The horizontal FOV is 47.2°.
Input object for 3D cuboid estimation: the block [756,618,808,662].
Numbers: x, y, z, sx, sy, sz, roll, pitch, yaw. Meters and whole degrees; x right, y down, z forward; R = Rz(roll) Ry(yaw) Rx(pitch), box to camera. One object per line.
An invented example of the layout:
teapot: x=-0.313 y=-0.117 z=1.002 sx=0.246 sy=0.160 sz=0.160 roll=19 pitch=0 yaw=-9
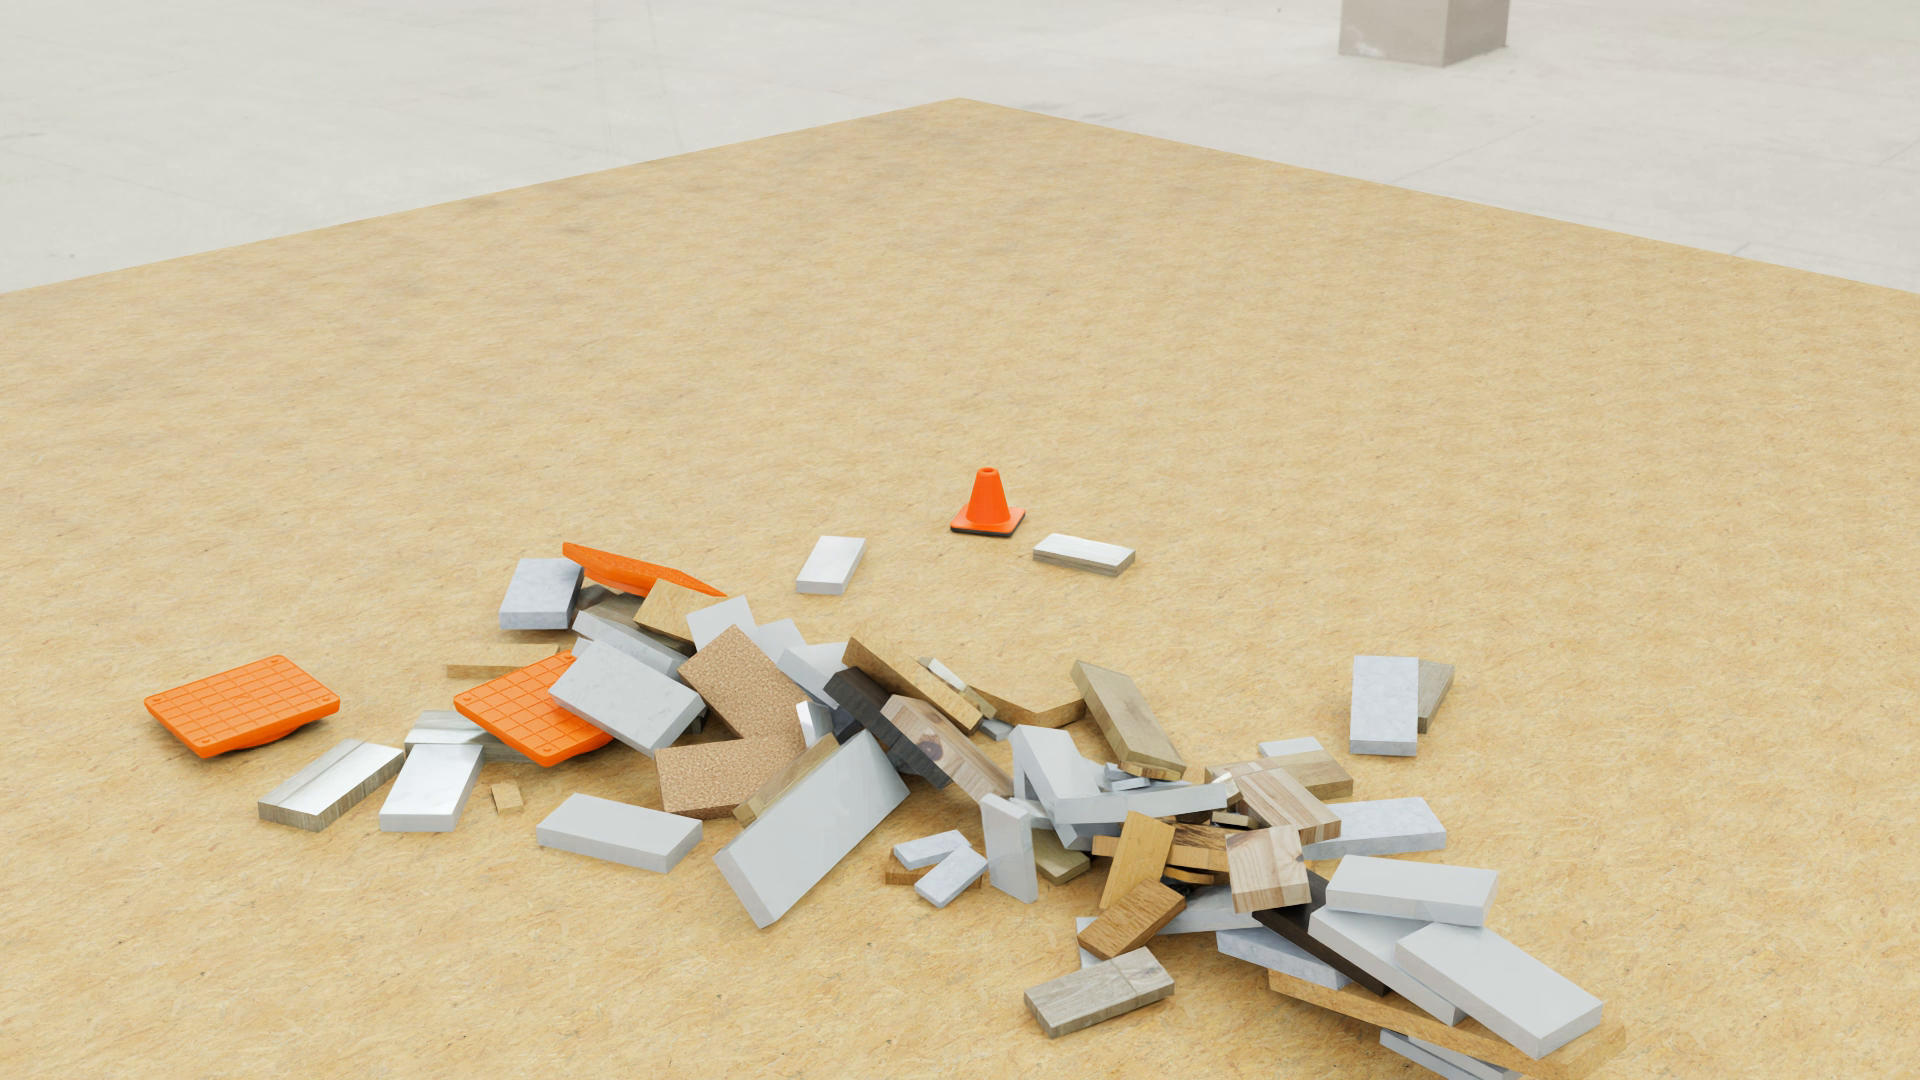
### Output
block: x=-0.384 y=0.296 z=4.877 sx=0.139 sy=0.039 sz=0.277 roll=-15 pitch=48 yaw=-24

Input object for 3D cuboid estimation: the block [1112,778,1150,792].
block: x=0.342 y=0.489 z=4.395 sx=0.063 sy=0.018 sz=0.127 roll=-10 pitch=-9 yaw=9

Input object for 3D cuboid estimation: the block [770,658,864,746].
block: x=-0.355 y=0.367 z=4.725 sx=0.277 sy=0.039 sz=0.139 roll=28 pitch=58 yaw=32

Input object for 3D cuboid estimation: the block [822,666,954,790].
block: x=-0.129 y=0.385 z=4.527 sx=0.317 sy=0.045 sz=0.158 roll=40 pitch=10 yaw=9

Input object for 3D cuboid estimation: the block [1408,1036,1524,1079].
block: x=0.842 y=0.826 z=3.598 sx=0.099 sy=0.028 sz=0.198 roll=-19 pitch=23 yaw=-33

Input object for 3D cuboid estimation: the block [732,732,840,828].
block: x=-0.305 y=0.521 z=4.335 sx=0.045 sy=0.160 sz=0.320 roll=-31 pitch=4 yaw=34

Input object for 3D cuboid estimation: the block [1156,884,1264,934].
block: x=0.489 y=0.663 z=3.981 sx=0.140 sy=0.040 sz=0.280 roll=-20 pitch=1 yaw=-39

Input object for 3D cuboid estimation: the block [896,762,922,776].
block: x=-0.092 y=0.472 z=4.604 sx=0.092 sy=0.013 sz=0.046 roll=11 pitch=30 yaw=-1

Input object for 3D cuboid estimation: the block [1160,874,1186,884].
block: x=0.396 y=0.633 z=4.199 sx=0.059 sy=0.017 sz=0.119 roll=-2 pitch=6 yaw=-10

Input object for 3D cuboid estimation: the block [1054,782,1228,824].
block: x=0.352 y=0.509 z=4.252 sx=0.170 sy=0.048 sz=0.340 roll=-8 pitch=-6 yaw=38

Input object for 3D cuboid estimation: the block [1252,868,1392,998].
block: x=0.654 y=0.668 z=3.764 sx=0.140 sy=0.040 sz=0.280 roll=-23 pitch=38 yaw=-38

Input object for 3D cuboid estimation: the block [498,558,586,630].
block: x=-1.002 y=0.127 z=5.290 sx=0.157 sy=0.045 sz=0.315 roll=0 pitch=23 yaw=-1

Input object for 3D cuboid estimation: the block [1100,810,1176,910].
block: x=0.327 y=0.603 z=4.053 sx=0.093 sy=0.186 sz=0.026 roll=25 pitch=-15 yaw=-25

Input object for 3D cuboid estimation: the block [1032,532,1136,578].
block: x=0.318 y=0.039 z=5.627 sx=0.235 sy=0.033 sz=0.117 roll=12 pitch=26 yaw=26

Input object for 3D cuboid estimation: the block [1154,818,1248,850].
block: x=0.474 y=0.566 z=4.207 sx=0.280 sy=0.040 sz=0.140 roll=2 pitch=-6 yaw=36

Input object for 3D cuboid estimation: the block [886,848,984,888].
block: x=-0.047 y=0.633 z=4.237 sx=0.182 sy=0.026 sz=0.091 roll=2 pitch=23 yaw=5

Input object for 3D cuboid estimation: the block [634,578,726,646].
block: x=-0.625 y=0.171 z=5.002 sx=0.230 sy=0.033 sz=0.115 roll=16 pitch=68 yaw=34

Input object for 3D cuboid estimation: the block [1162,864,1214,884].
block: x=0.410 y=0.620 z=4.094 sx=0.059 sy=0.017 sz=0.119 roll=11 pitch=-3 yaw=-35

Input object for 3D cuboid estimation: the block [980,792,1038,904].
block: x=0.093 y=0.580 z=4.134 sx=0.100 sy=0.201 sz=0.028 roll=22 pitch=40 yaw=41

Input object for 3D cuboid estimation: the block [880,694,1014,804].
block: x=-0.006 y=0.434 z=4.442 sx=0.317 sy=0.045 sz=0.158 roll=41 pitch=10 yaw=26

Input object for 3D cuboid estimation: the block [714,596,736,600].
block: x=-0.530 y=0.228 z=5.017 sx=0.115 sy=0.033 sz=0.230 roll=2 pitch=48 yaw=-31

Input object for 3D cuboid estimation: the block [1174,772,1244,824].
block: x=0.493 y=0.524 z=4.385 sx=0.139 sy=0.020 sz=0.069 roll=-33 pitch=31 yaw=6

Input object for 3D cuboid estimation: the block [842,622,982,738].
block: x=-0.104 y=0.311 z=4.644 sx=0.317 sy=0.158 sz=0.045 roll=38 pitch=65 yaw=6

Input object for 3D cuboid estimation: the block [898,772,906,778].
block: x=-0.161 y=0.481 z=4.611 sx=0.092 sy=0.013 sz=0.046 roll=16 pitch=28 yaw=33

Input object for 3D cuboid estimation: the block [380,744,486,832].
block: x=-1.080 y=0.507 z=4.513 sx=0.145 sy=0.041 sz=0.291 roll=0 pitch=23 yaw=1

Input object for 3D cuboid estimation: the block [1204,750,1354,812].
block: x=0.657 y=0.498 z=4.539 sx=0.272 sy=0.039 sz=0.136 roll=-6 pitch=24 yaw=-15

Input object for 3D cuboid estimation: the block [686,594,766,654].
block: x=-0.499 y=0.248 z=4.814 sx=0.139 sy=0.039 sz=0.277 roll=-19 pitch=46 yaw=-7

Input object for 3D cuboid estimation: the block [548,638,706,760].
block: x=-0.700 y=0.332 z=4.610 sx=0.313 sy=0.044 sz=0.157 roll=24 pitch=61 yaw=33

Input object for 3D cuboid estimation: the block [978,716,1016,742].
block: x=0.070 y=0.400 z=4.796 sx=0.063 sy=0.018 sz=0.125 roll=-14 pitch=27 yaw=-30

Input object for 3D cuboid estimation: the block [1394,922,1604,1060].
block: x=0.858 y=0.708 z=3.520 sx=0.150 sy=0.043 sz=0.301 roll=-18 pitch=32 yaw=-32

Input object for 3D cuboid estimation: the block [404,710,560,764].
block: x=-1.023 y=0.421 z=4.716 sx=0.296 sy=0.042 sz=0.148 roll=1 pitch=23 yaw=3

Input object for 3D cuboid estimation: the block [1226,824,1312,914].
block: x=0.540 y=0.576 z=3.868 sx=0.131 sy=0.037 sz=0.262 roll=-10 pitch=14 yaw=7

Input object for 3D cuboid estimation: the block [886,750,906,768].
block: x=-0.158 y=0.472 z=4.578 sx=0.092 sy=0.013 sz=0.046 roll=-38 pitch=36 yaw=-14

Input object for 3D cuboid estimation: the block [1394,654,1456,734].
block: x=1.003 y=0.342 z=4.903 sx=0.140 sy=0.040 sz=0.280 roll=10 pitch=25 yaw=22

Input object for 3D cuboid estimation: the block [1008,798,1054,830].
block: x=0.177 y=0.542 z=4.314 sx=0.164 sy=0.023 sz=0.082 roll=14 pitch=13 yaw=-41

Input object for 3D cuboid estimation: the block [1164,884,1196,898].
block: x=0.377 y=0.663 z=4.119 sx=0.059 sy=0.017 sz=0.119 roll=-20 pitch=7 yaw=-38

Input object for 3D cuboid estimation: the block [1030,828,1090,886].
block: x=0.169 y=0.606 z=4.271 sx=0.082 sy=0.023 sz=0.164 roll=-25 pitch=36 yaw=-28

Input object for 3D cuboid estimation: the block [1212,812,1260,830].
block: x=0.533 y=0.545 z=4.248 sx=0.068 sy=0.019 sz=0.136 roll=6 pitch=-11 yaw=18

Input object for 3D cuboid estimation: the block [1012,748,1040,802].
block: x=0.136 y=0.487 z=4.401 sx=0.023 sy=0.082 sz=0.164 roll=-15 pitch=58 yaw=23
